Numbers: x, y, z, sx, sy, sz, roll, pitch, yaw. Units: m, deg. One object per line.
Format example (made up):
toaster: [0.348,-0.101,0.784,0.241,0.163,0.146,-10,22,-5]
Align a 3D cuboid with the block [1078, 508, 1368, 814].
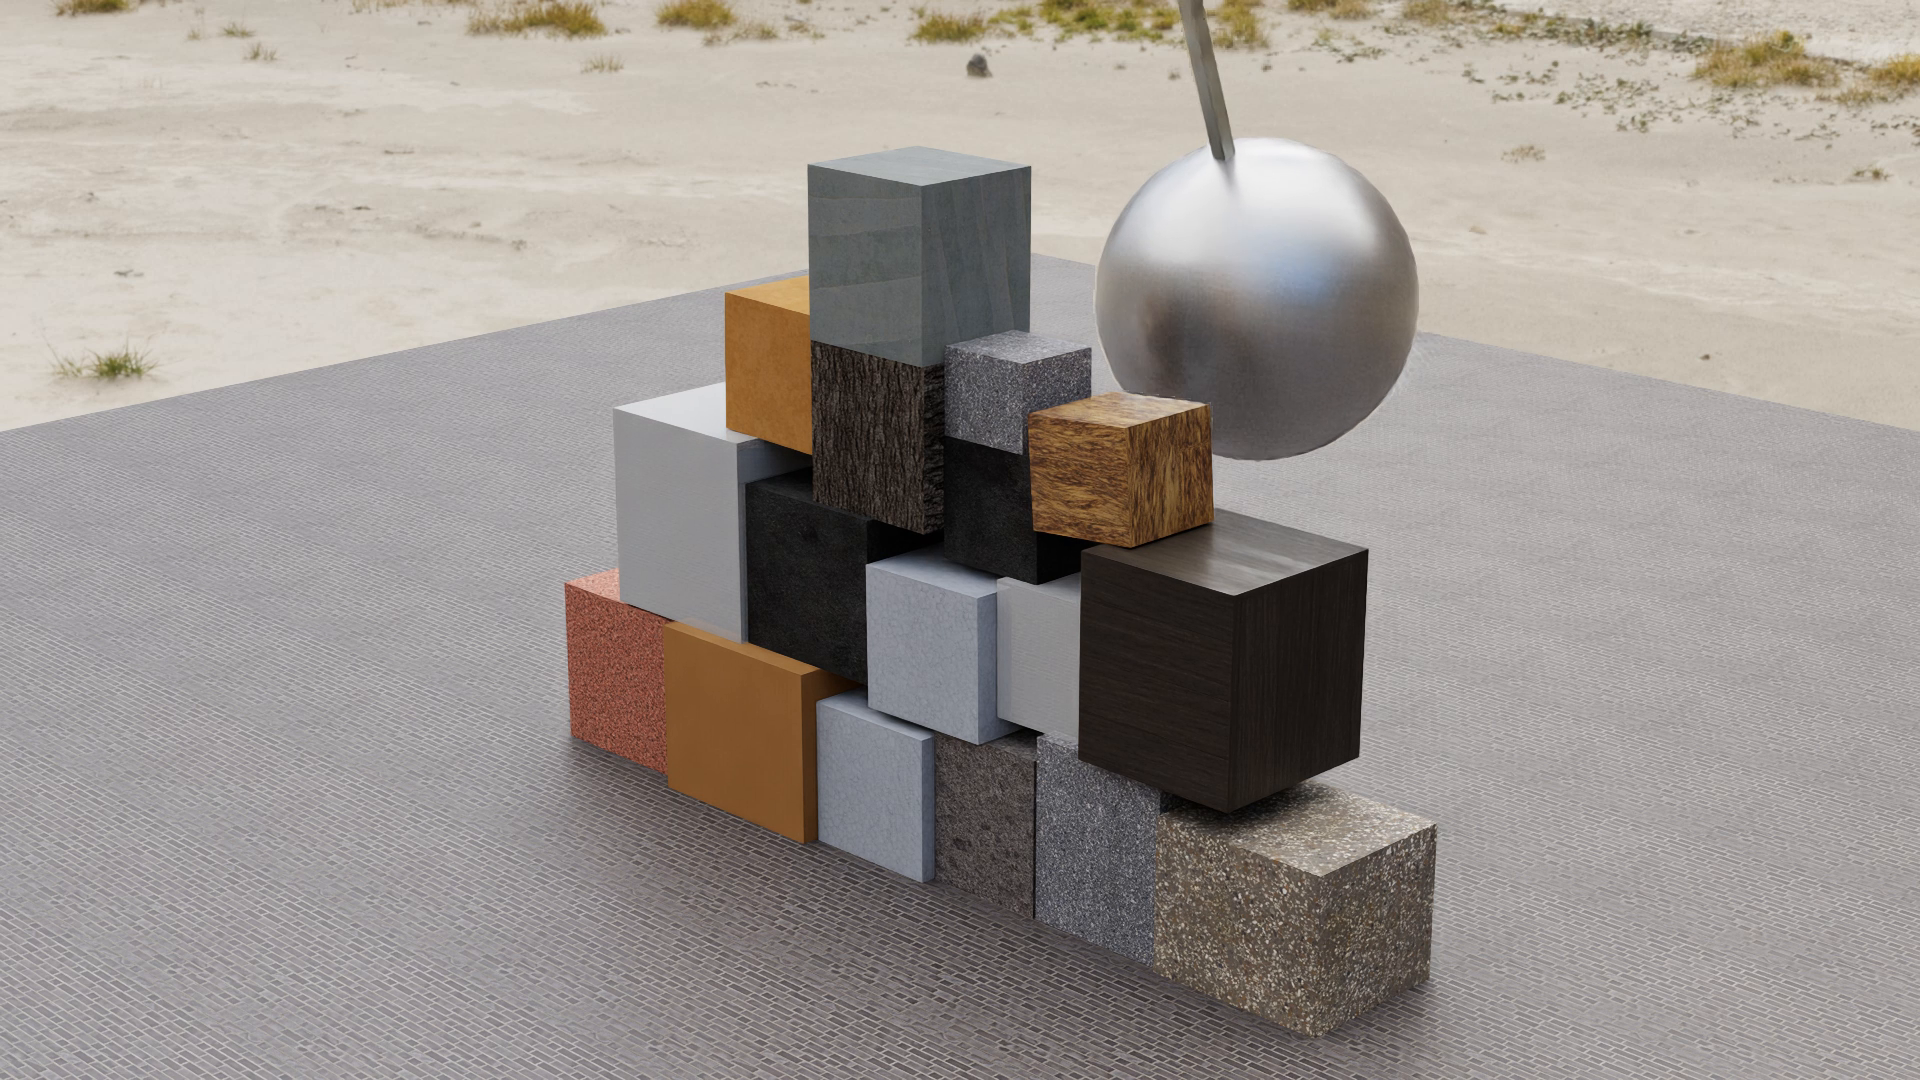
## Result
block: [1.104,0.486,12.358,0.874,0.934,0.826,-17,24,-42]

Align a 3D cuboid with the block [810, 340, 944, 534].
block: [-0.159,-0.542,13.355,0.729,0.761,0.732,-17,24,-42]

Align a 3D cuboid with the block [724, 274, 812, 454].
block: [-0.650,-0.835,13.786,0.628,0.659,0.657,-17,25,-42]

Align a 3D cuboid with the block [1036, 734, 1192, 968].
block: [0.844,1.267,12.872,0.729,0.865,0.712,-17,24,-42]

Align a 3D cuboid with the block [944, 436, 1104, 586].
block: [0.304,-0.185,12.985,0.494,0.568,0.570,-17,24,-42]

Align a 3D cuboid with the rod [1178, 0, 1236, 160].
rod: [0.636,-3.984,12.756,0.080,5.200,0.080,17,44,42]

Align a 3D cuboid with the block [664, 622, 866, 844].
block: [-0.720,0.811,14.354,1.039,0.845,0.997,-17,24,-42]

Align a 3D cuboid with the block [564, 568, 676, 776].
block: [-1.397,0.617,14.996,0.841,0.830,0.888,-17,24,-42]

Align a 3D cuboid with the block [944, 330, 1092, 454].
block: [0.254,-0.653,12.855,0.436,0.403,0.474,-17,24,-42]

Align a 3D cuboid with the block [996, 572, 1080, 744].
block: [0.579,0.478,12.879,0.596,0.637,0.585,16,24,43]

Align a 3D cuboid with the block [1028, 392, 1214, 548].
block: [0.688,-0.309,12.514,0.556,0.510,0.541,11,20,44]

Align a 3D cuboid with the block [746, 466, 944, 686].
block: [-0.444,0.121,13.824,0.759,0.789,0.829,-17,24,-42]

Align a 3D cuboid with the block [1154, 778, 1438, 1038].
block: [1.407,1.509,12.351,0.781,0.715,0.869,-17,24,-42]

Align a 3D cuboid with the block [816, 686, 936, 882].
block: [-0.126,1.069,13.783,0.835,0.695,0.703,-17,24,-42]

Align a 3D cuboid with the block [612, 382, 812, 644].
block: [-1.053,-0.168,14.407,0.882,0.991,0.919,-17,24,-42]

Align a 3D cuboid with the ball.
ball: [1.467,-1.189,14.505,1.600,1.600,1.600,0,17,0]

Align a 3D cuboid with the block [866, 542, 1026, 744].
block: [0.112,0.423,13.356,0.805,0.682,0.707,-17,23,-42]

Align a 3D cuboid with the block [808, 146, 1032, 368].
block: [-0.181,-1.280,13.101,0.679,0.798,0.724,-17,24,-42]

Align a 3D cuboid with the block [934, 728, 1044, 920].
block: [0.354,1.182,13.330,0.709,0.751,0.616,-17,24,-42]
